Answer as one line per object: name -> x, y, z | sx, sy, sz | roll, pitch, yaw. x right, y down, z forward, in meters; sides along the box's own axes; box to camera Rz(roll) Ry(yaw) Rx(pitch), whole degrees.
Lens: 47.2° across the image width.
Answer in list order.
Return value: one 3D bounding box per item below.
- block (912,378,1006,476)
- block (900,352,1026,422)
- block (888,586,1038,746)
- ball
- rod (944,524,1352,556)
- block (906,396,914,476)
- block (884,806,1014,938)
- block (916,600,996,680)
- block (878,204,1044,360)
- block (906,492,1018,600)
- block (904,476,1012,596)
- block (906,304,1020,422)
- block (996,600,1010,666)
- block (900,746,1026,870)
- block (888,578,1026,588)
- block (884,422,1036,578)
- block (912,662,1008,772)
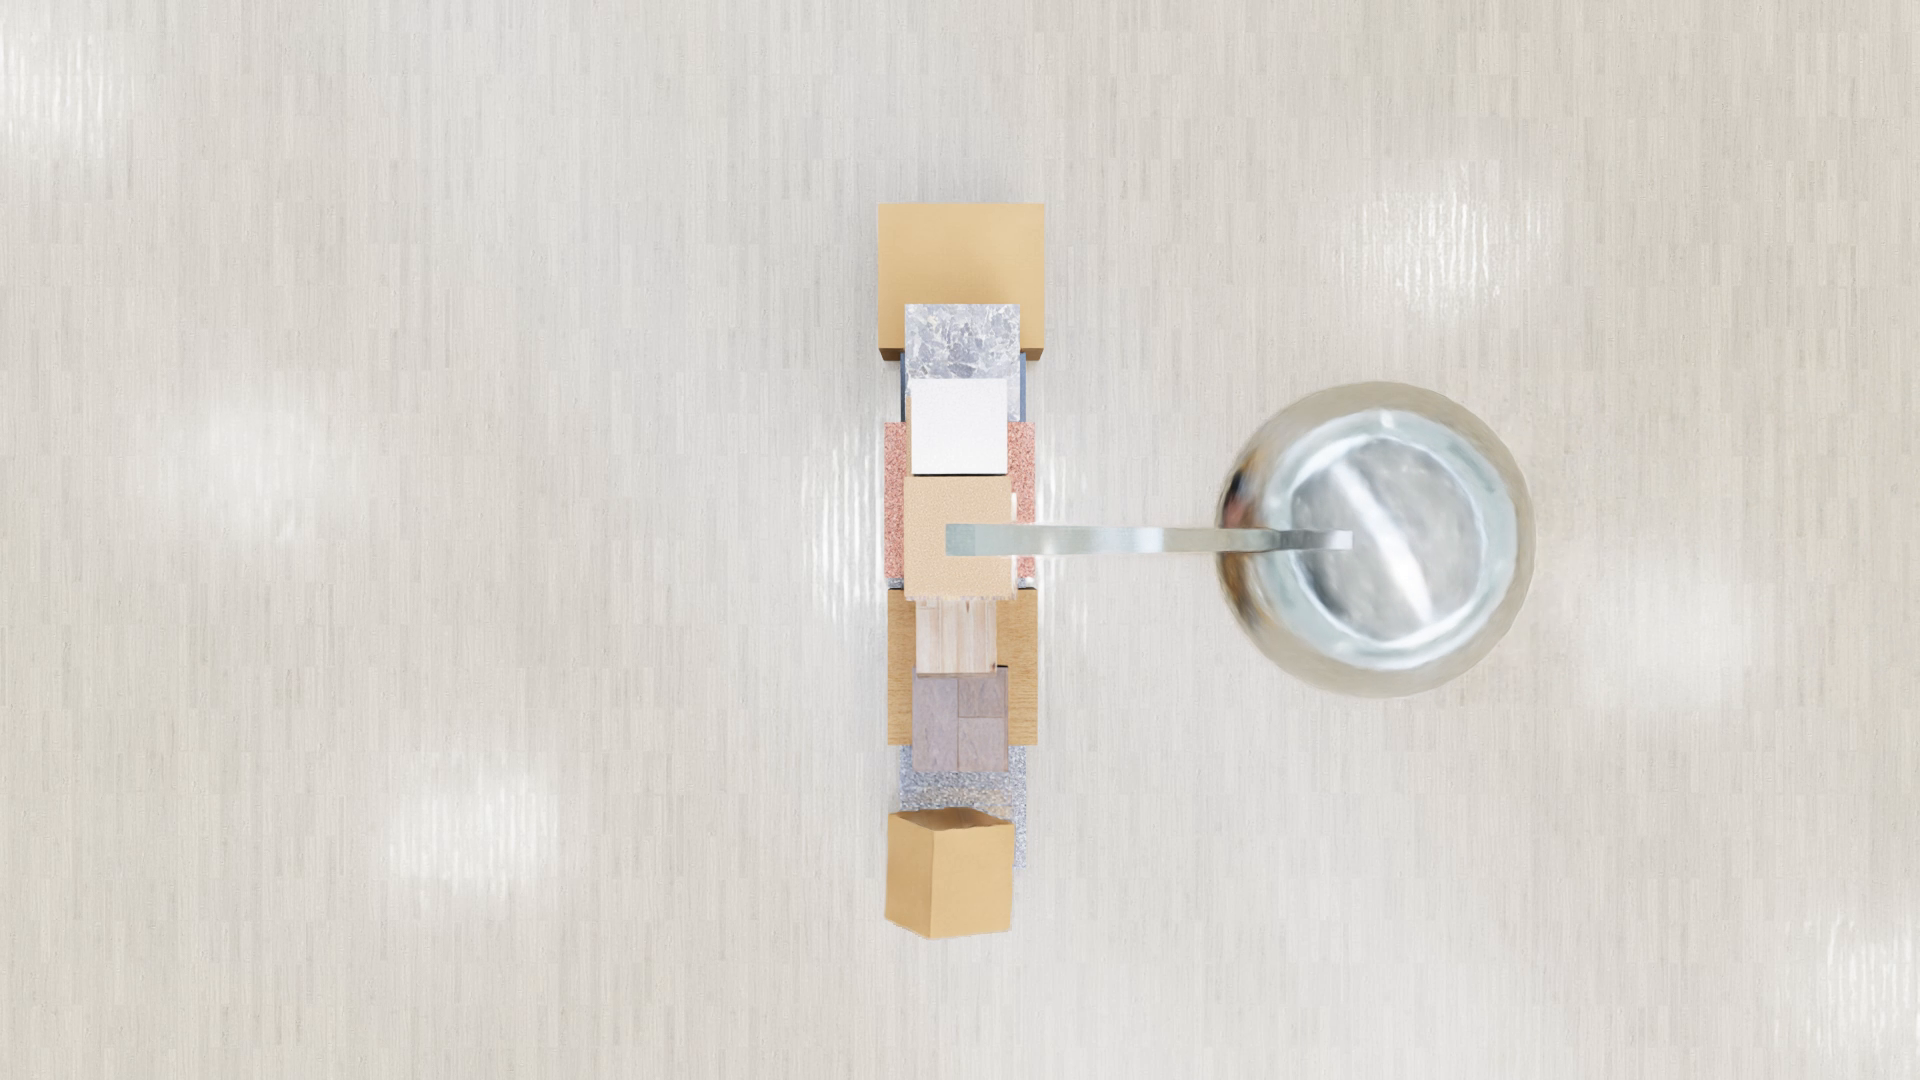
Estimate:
block -> -0.004, -0.545, 10.712 | 0.454, 0.414, 0.451 | 0, 90, 0
block -> 0.018, -0.759, 12.645 | 0.701, 0.709, 0.580 | 0, 90, 0
block -> 0.014, 0.711, 12.632 | 0.837, 0.736, 0.868 | 0, 90, 0
ball -> 2.074, 0.000, 11.042 | 1.600, 1.600, 1.600 | 0, 90, 0
rod -> 0.899, 0.000, 7.852 | 0.080, 5.200, 0.080 | 0, 90, 20
block -> -0.020, -0.473, 11.170 | 0.493, 0.502, 0.482 | 0, 90, 0
block -> -0.061, 1.786, 11.879 | 0.499, 0.501, 0.575 | -1, 95, -31
block -> -0.019, 0.522, 11.589 | 0.416, 0.419, 0.387 | 0, 82, 0
block -> 0.008, -1.457, 12.560 | 0.917, 0.879, 0.797 | 0, 90, 0
block -> 0.008, 0.034, 11.175 | 0.552, 0.492, 0.533 | 0, 90, 0
block -> -0.011, -0.022, 10.680 | 0.509, 0.487, 0.566 | 0, 91, 0
block -> 0.013, -0.926, 11.803 | 0.599, 0.639, 0.620 | 0, 91, 0
block -> 0.014, 0.439, 12.044 | 0.500, 0.440, 0.467 | 0, 90, 0
block -> 0.017, 1.505, 12.698 | 0.713, 0.604, 0.700 | 0, 90, 0
block -> -0.019, -0.096, 12.642 | 0.772, 0.716, 0.726 | 0, 90, 0
block -> -0.001, -0.208, 11.853 | 0.782, 0.863, 0.807 | 0, 90, 0
block -> 0.003, 0.962, 12.021 | 0.516, 0.487, 0.558 | 0, 90, 0
